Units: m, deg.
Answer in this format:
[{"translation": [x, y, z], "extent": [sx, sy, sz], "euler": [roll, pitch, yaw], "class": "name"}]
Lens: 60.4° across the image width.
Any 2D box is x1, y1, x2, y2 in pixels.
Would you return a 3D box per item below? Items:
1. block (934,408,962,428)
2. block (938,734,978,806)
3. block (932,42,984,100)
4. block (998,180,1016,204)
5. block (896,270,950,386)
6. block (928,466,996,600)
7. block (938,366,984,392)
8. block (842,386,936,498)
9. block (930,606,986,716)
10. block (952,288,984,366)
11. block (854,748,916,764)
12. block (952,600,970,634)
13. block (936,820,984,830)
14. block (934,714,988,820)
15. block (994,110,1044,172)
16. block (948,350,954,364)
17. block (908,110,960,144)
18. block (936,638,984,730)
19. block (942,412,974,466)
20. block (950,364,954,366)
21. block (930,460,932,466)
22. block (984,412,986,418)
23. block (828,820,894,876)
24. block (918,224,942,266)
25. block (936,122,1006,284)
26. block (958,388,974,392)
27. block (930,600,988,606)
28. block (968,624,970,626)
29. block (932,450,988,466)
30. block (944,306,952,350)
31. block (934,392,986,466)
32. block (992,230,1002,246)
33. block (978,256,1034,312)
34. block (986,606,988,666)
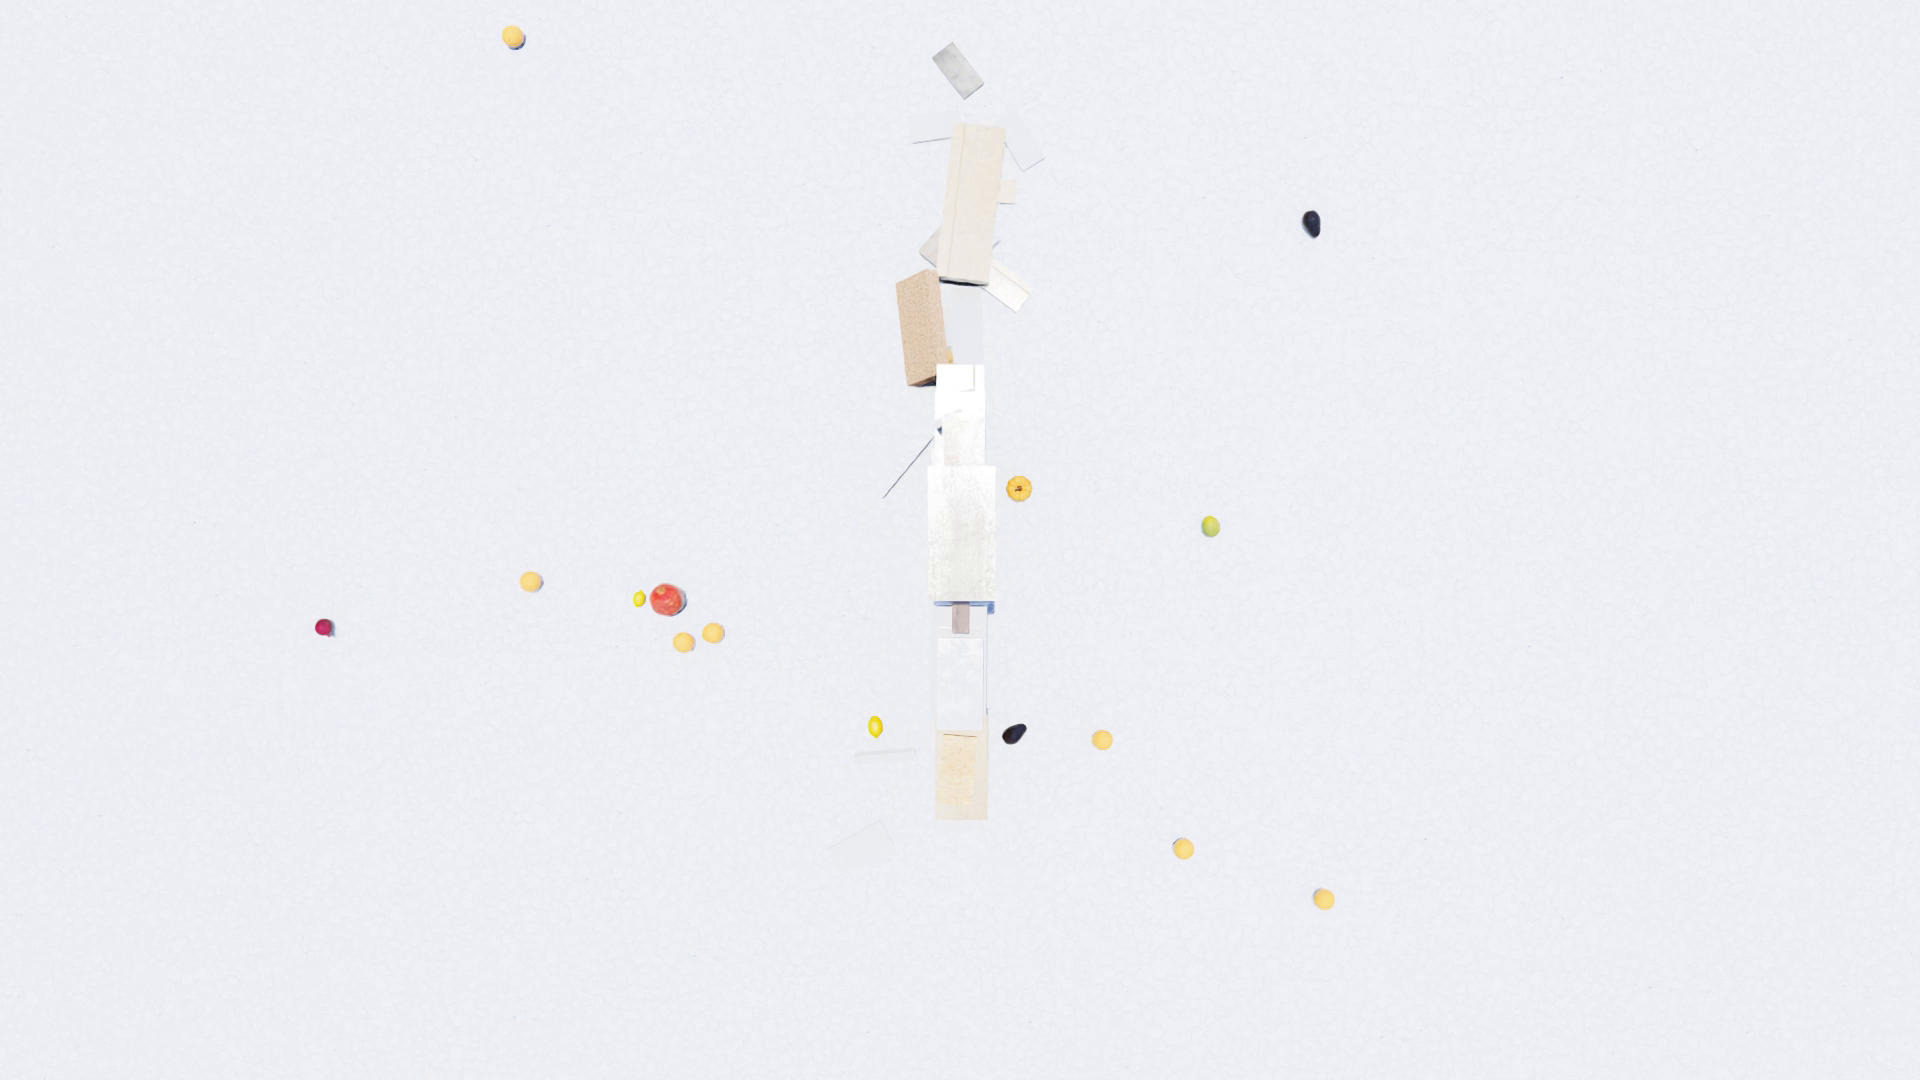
[{"translation": [-0.032, -0.346, 4.682], "extent": [0.085, 0.169, 0.024], "euler": [-25, 94, 1], "class": "block"}, {"translation": [-0.007, 0.668, 4.796], "extent": [0.100, 0.028, 0.200], "euler": [5, 90, 0], "class": "block"}, {"translation": [-0.006, -1.561, 5.488], "extent": [0.086, 0.024, 0.173], "euler": [-38, 90, 0], "class": "block"}, {"translation": [0.109, -1.160, 5.489], "extent": [0.154, 0.022, 0.077], "euler": [2, 90, 0], "class": "block"}, {"translation": [-0.123, -0.693, 5.400], "extent": [0.049, 0.174, 0.347], "euler": [-2, 83, -38], "class": "block"}, {"translation": [0.004, -0.017, 4.343], "extent": [0.176, 0.050, 0.352], "euler": [0, 90, 0], "class": "block"}, {"translation": [0.002, -0.401, 5.184], "extent": [0.146, 0.041, 0.293], "euler": [0, 90, 0], "class": "block"}, {"translation": [-0.212, -0.328, 5.475], "extent": [0.174, 0.049, 0.347], "euler": [40, 90, 0], "class": "block"}, {"translation": [-0.003, 0.349, 4.774], "extent": [0.158, 0.045, 0.317], "euler": [0, 90, 0], "class": "block"}, {"translation": [0.025, -0.681, 5.404], "extent": [0.099, 0.028, 0.344], "euler": [-1, 61, -1], "class": "block"}, {"translation": [-0.249, 0.715, 5.450], "extent": [0.200, 0.100, 0.028], "euler": [-5, 90, 0], "class": "block"}, {"translation": [0.001, 0.212, 4.617], "extent": [0.048, 0.014, 0.096], "euler": [1, 90, 0], "class": "block"}, {"translation": [0.002, 0.757, 5.182], "extent": [0.149, 0.042, 0.297], "euler": [0, 90, 0], "class": "block"}, {"translation": [0.004, 0.664, 4.832], "extent": [0.153, 0.043, 0.307], "euler": [0, 90, 0], "class": "block"}, {"translation": [0.197, -1.327, 5.488], "extent": [0.086, 0.024, 0.185], "euler": [-32, 90, 0], "class": "block"}, {"translation": [-0.003, -0.655, 5.448], "extent": [0.082, 0.023, 0.165], "euler": [0, 59, 0], "class": "block"}, {"translation": [-0.082, -1.375, 5.488], "extent": [0.173, 0.024, 0.086], "euler": [-8, 90, 0], "class": "block"}, {"translation": [0.000, 0.391, 4.486], "extent": [0.124, 0.035, 0.248], "euler": [1, 90, 0], "class": "block"}, {"translation": [-0.005, -0.268, 4.587], "extent": [0.085, 0.024, 0.169], "euler": [-1, 92, 0], "class": "block"}, {"translation": [-0.001, -0.568, 5.422], "extent": [0.082, 0.165, 0.023], "euler": [0, 118, 0], "class": "block"}, {"translation": [-0.004, -0.222, 5.325], "extent": [0.175, 0.350, 0.050], "euler": [1, 90, 0], "class": "block"}, {"translation": [0.002, -0.373, 4.986], "extent": [0.144, 0.354, 0.041], "euler": [-2, 87, 0], "class": "block"}, {"translation": [-0.329, 1.024, 5.486], "extent": [0.200, 0.028, 0.100], "euler": [-29, 90, 0], "class": "block"}, {"translation": [-0.059, -0.990, 5.467], "extent": [0.077, 0.022, 0.154], "euler": [40, 87, 5], "class": "block"}, {"translation": [0.035, -1.109, 5.436], "extent": [0.174, 0.049, 0.516], "euler": [7, 87, 0], "class": "block"}, {"translation": [0.000, -0.435, 5.063], "extent": [0.099, 0.198, 0.028], "euler": [-12, 100, 0], "class": "block"}, {"translation": [-0.001, 0.020, 4.744], "extent": [0.166, 0.047, 0.333], "euler": [0, 90, 0], "class": "block"}, {"translation": [0.001, 0.244, 4.688], "extent": [0.048, 0.128, 0.014], "euler": [1, 90, 0], "class": "block"}, {"translation": [0.000, -0.104, 5.125], "extent": [0.175, 0.050, 0.350], "euler": [0, 90, 0], "class": "block"}, {"translation": [-0.009, -0.698, 5.447], "extent": [0.082, 0.023, 0.165], "euler": [-2, 59, -1], "class": "block"}, {"translation": [0.000, -0.286, 4.789], "extent": [0.144, 0.041, 0.288], "euler": [0, 91, 0], "class": "block"}, {"translation": [0.052, -0.987, 5.481], "extent": [0.154, 0.022, 0.077], "euler": [-30, 78, 0], "class": "block"}, {"translation": [0.138, -0.855, 5.486], "extent": [0.198, 0.028, 0.099], "euler": [37, 90, 0], "class": "block"}, {"translation": [-0.001, 0.245, 5.138], "extent": [0.169, 0.048, 0.338], "euler": [0, 90, 0], "class": "block"}]
